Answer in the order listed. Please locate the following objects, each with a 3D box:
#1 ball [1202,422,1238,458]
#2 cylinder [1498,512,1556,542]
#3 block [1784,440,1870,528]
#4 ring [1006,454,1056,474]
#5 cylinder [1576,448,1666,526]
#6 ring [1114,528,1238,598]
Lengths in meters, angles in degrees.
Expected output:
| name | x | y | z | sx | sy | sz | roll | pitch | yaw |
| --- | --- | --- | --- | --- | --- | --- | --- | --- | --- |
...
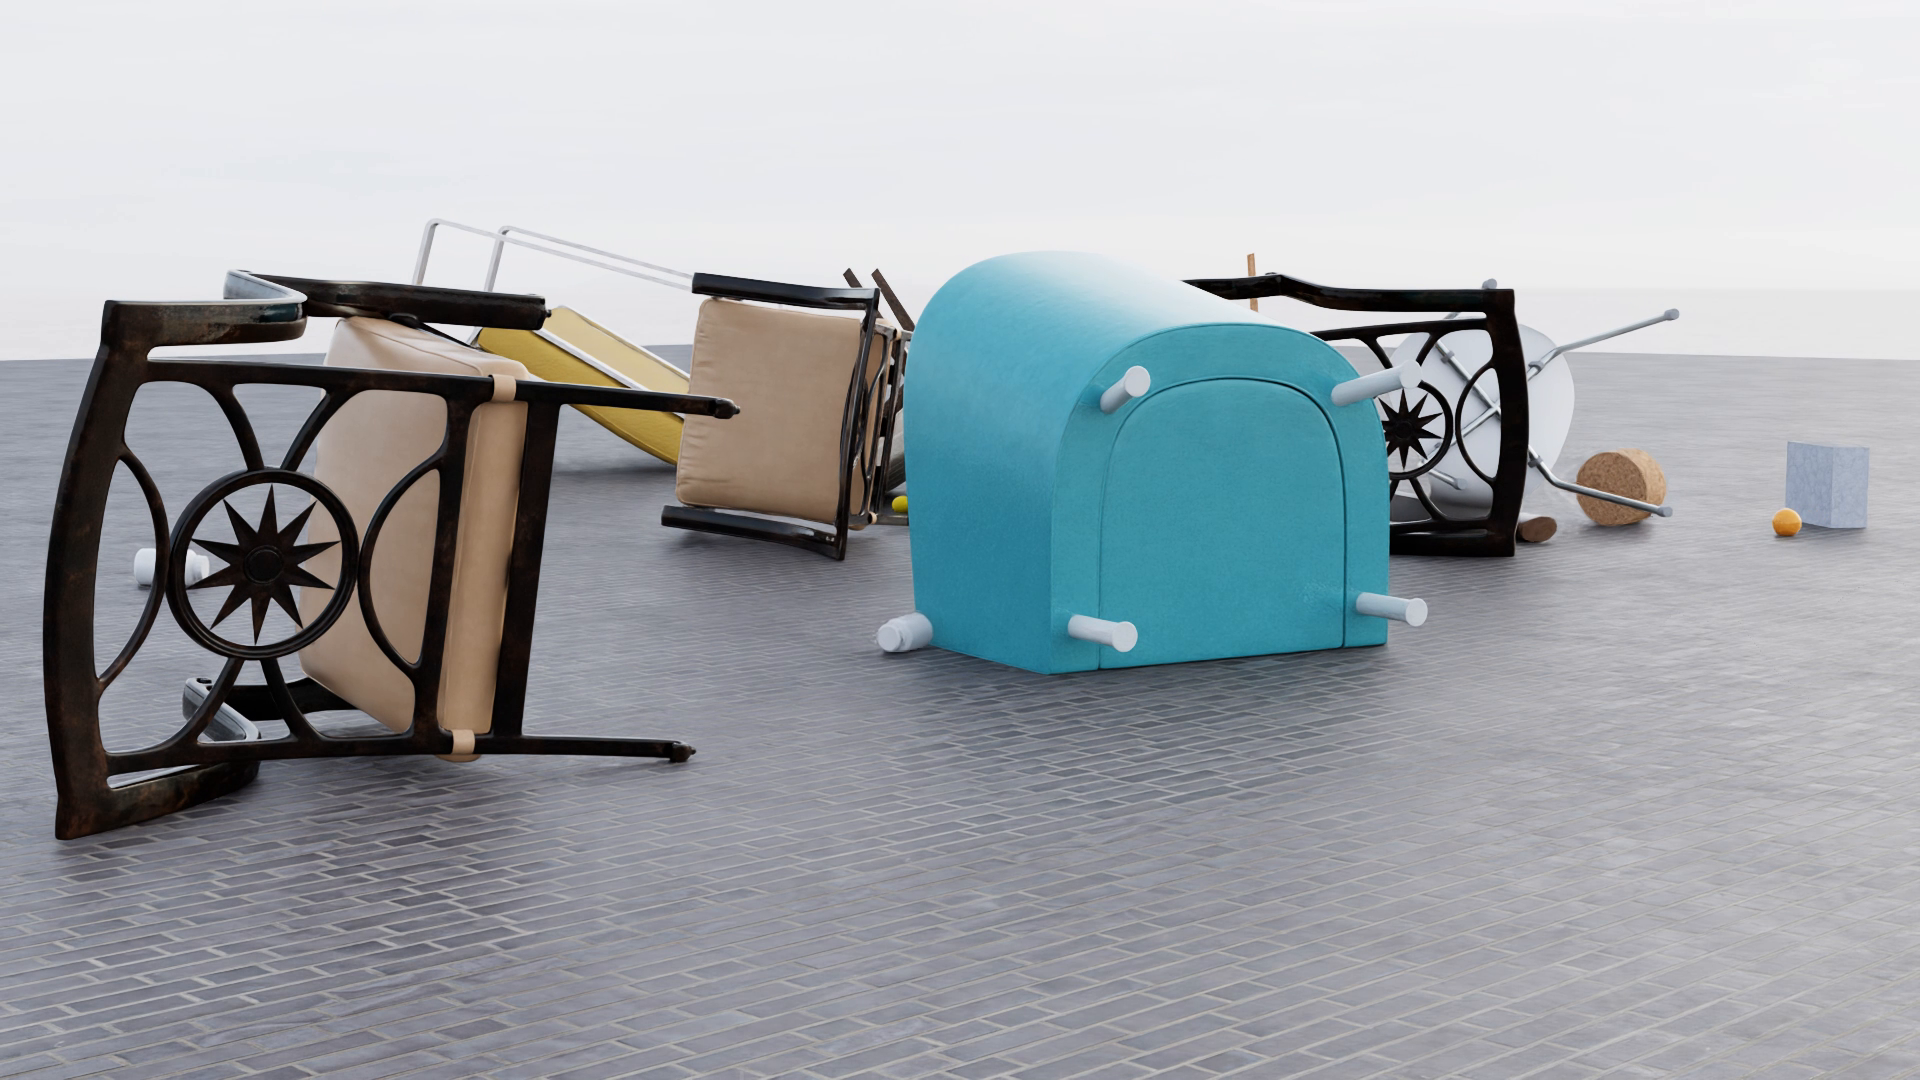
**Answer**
| name | x | y | z | sx | sy | sz | roll | pitch | yaw |
| --- | --- | --- | --- | --- | --- | --- | --- | --- | --- |
| ball | 0.941 | -0.362 | 9.285 | 0.131 | 0.131 | 0.131 | 0 | 6 | 0 |
| cylinder | 1.417 | -0.032 | 6.403 | 0.100 | 0.064 | 0.112 | -13 | 12 | -16 |
| block | 2.311 | -0.151 | 6.844 | 0.102 | 0.211 | 0.255 | -1 | 6 | -9 |
| ring | 0.238 | -0.251 | 8.555 | 0.180 | 0.062 | 0.057 | 9 | -3 | 17 |
| cylinder | 1.759 | -0.142 | 6.829 | 0.189 | 0.199 | 0.177 | -33 | -12 | 30 |
| ring | 0.448 | 0.047 | 5.334 | 0.261 | 0.129 | 0.192 | 0 | 8 | 21 |
